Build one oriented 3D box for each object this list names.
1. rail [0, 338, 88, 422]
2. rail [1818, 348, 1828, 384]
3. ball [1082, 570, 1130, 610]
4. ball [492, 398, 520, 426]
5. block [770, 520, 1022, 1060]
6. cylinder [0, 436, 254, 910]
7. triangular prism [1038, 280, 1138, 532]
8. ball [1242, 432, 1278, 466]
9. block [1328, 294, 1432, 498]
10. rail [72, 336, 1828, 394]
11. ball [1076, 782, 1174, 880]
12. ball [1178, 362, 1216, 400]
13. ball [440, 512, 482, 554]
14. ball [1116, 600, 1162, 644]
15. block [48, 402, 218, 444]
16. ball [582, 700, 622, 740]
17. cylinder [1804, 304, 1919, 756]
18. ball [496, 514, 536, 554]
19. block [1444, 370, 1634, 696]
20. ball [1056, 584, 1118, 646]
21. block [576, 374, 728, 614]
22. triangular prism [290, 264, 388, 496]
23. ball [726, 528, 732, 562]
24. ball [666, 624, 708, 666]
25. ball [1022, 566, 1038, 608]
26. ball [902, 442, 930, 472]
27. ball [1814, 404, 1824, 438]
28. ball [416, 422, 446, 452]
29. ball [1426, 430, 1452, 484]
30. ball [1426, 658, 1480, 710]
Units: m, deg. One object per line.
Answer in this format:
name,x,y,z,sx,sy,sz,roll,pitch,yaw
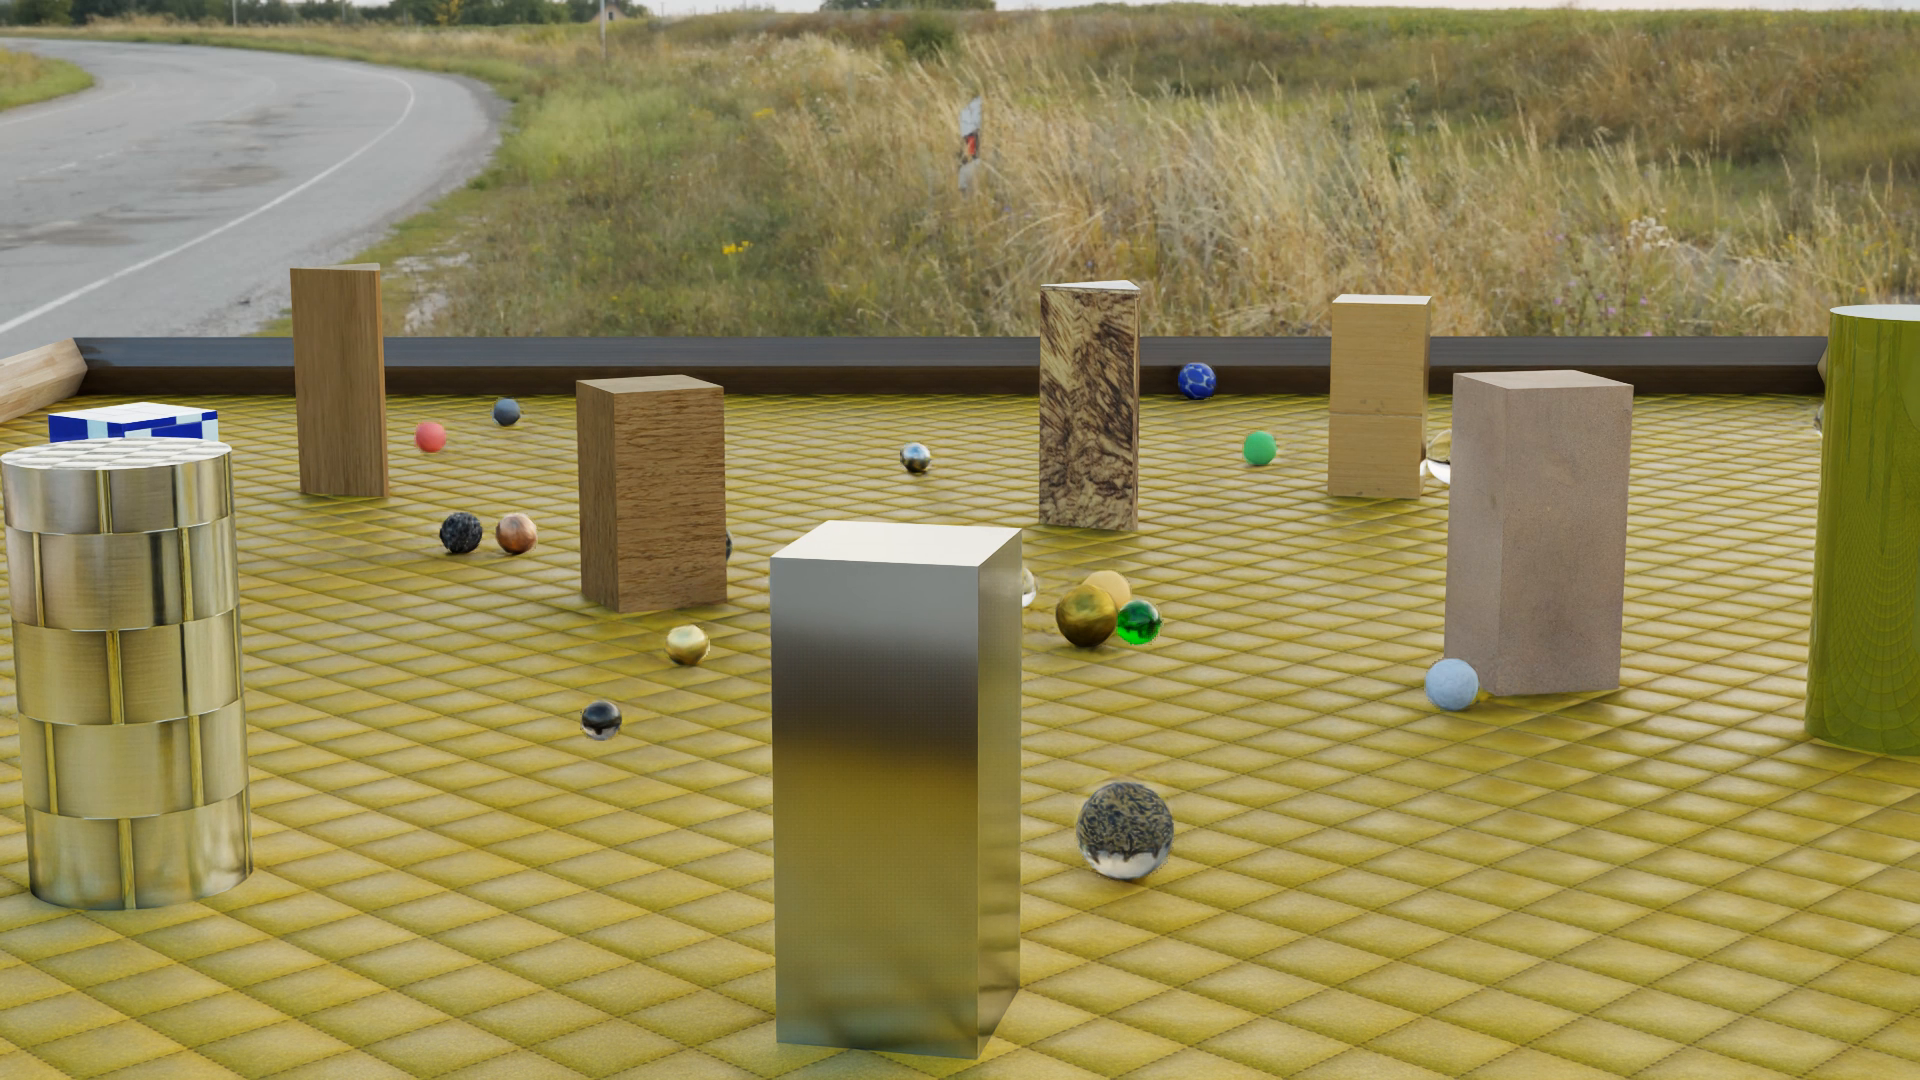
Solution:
rail,-1.937,0.035,3.438,0.045,0.126,4.628,0,11,0
rail,1.937,0.030,3.460,0.045,0.126,4.628,0,11,0
ball,0.192,0.074,3.390,0.068,0.068,0.068,0,11,0
ball,-0.924,-0.261,5.231,0.056,0.056,0.056,0,11,0
block,-0.045,0.185,1.958,0.156,0.373,0.156,2,11,13
cylinder,-0.742,0.114,2.296,0.194,0.389,0.194,0,11,0
triangular prism,0.234,-0.220,4.117,0.168,0.381,0.146,5,12,26
ball,0.551,-0.169,4.713,0.062,0.062,0.062,0,11,0
block,0.722,-0.249,4.413,0.156,0.330,0.156,3,11,13
rail,-0.013,-0.386,5.701,3.921,0.126,0.045,0,11,0
ball,0.149,0.263,2.317,0.089,0.089,0.089,0,11,0
ball,0.519,-0.349,5.627,0.084,0.084,0.084,0,11,0
ball,-0.751,-0.011,3.864,0.062,0.062,0.062,0,11,0
ball,0.227,0.104,3.259,0.057,0.057,0.057,0,11,0
block,-1.120,-0.044,3.498,0.156,0.261,0.156,7,13,34
ball,-0.391,0.196,2.798,0.044,0.044,0.044,0,11,0
cylinder,1.033,-0.015,2.788,0.194,0.464,0.194,0,11,0
ball,-0.667,-0.009,3.857,0.061,0.061,0.061,0,11,0
block,0.685,-0.012,3.052,0.156,0.361,0.156,-2,11,-12
ball,0.161,0.096,3.245,0.079,0.079,0.079,0,11,0
block,-0.423,-0.066,3.517,0.156,0.298,0.156,-5,12,-27
triangular prism,-1.035,-0.280,4.428,0.168,0.385,0.146,3,11,16
ball,-0.372,0.008,3.695,0.087,0.087,0.087,0,11,0
ball,-0.335,0.128,3.146,0.051,0.051,0.051,0,11,0
ball,0.075,0.064,3.469,0.060,0.060,0.060,0,11,0
ball,-0.079,-0.149,4.630,0.053,0.053,0.053,0,11,0
ball,1.699,-0.229,4.956,0.092,0.092,0.092,0,11,0
ball,-1.003,-0.195,4.864,0.059,0.059,0.059,0,11,0
ball,0.868,-0.146,4.497,0.097,0.097,0.097,0,11,0
ball,0.562,0.165,2.927,0.059,0.059,0.059,0,11,0
